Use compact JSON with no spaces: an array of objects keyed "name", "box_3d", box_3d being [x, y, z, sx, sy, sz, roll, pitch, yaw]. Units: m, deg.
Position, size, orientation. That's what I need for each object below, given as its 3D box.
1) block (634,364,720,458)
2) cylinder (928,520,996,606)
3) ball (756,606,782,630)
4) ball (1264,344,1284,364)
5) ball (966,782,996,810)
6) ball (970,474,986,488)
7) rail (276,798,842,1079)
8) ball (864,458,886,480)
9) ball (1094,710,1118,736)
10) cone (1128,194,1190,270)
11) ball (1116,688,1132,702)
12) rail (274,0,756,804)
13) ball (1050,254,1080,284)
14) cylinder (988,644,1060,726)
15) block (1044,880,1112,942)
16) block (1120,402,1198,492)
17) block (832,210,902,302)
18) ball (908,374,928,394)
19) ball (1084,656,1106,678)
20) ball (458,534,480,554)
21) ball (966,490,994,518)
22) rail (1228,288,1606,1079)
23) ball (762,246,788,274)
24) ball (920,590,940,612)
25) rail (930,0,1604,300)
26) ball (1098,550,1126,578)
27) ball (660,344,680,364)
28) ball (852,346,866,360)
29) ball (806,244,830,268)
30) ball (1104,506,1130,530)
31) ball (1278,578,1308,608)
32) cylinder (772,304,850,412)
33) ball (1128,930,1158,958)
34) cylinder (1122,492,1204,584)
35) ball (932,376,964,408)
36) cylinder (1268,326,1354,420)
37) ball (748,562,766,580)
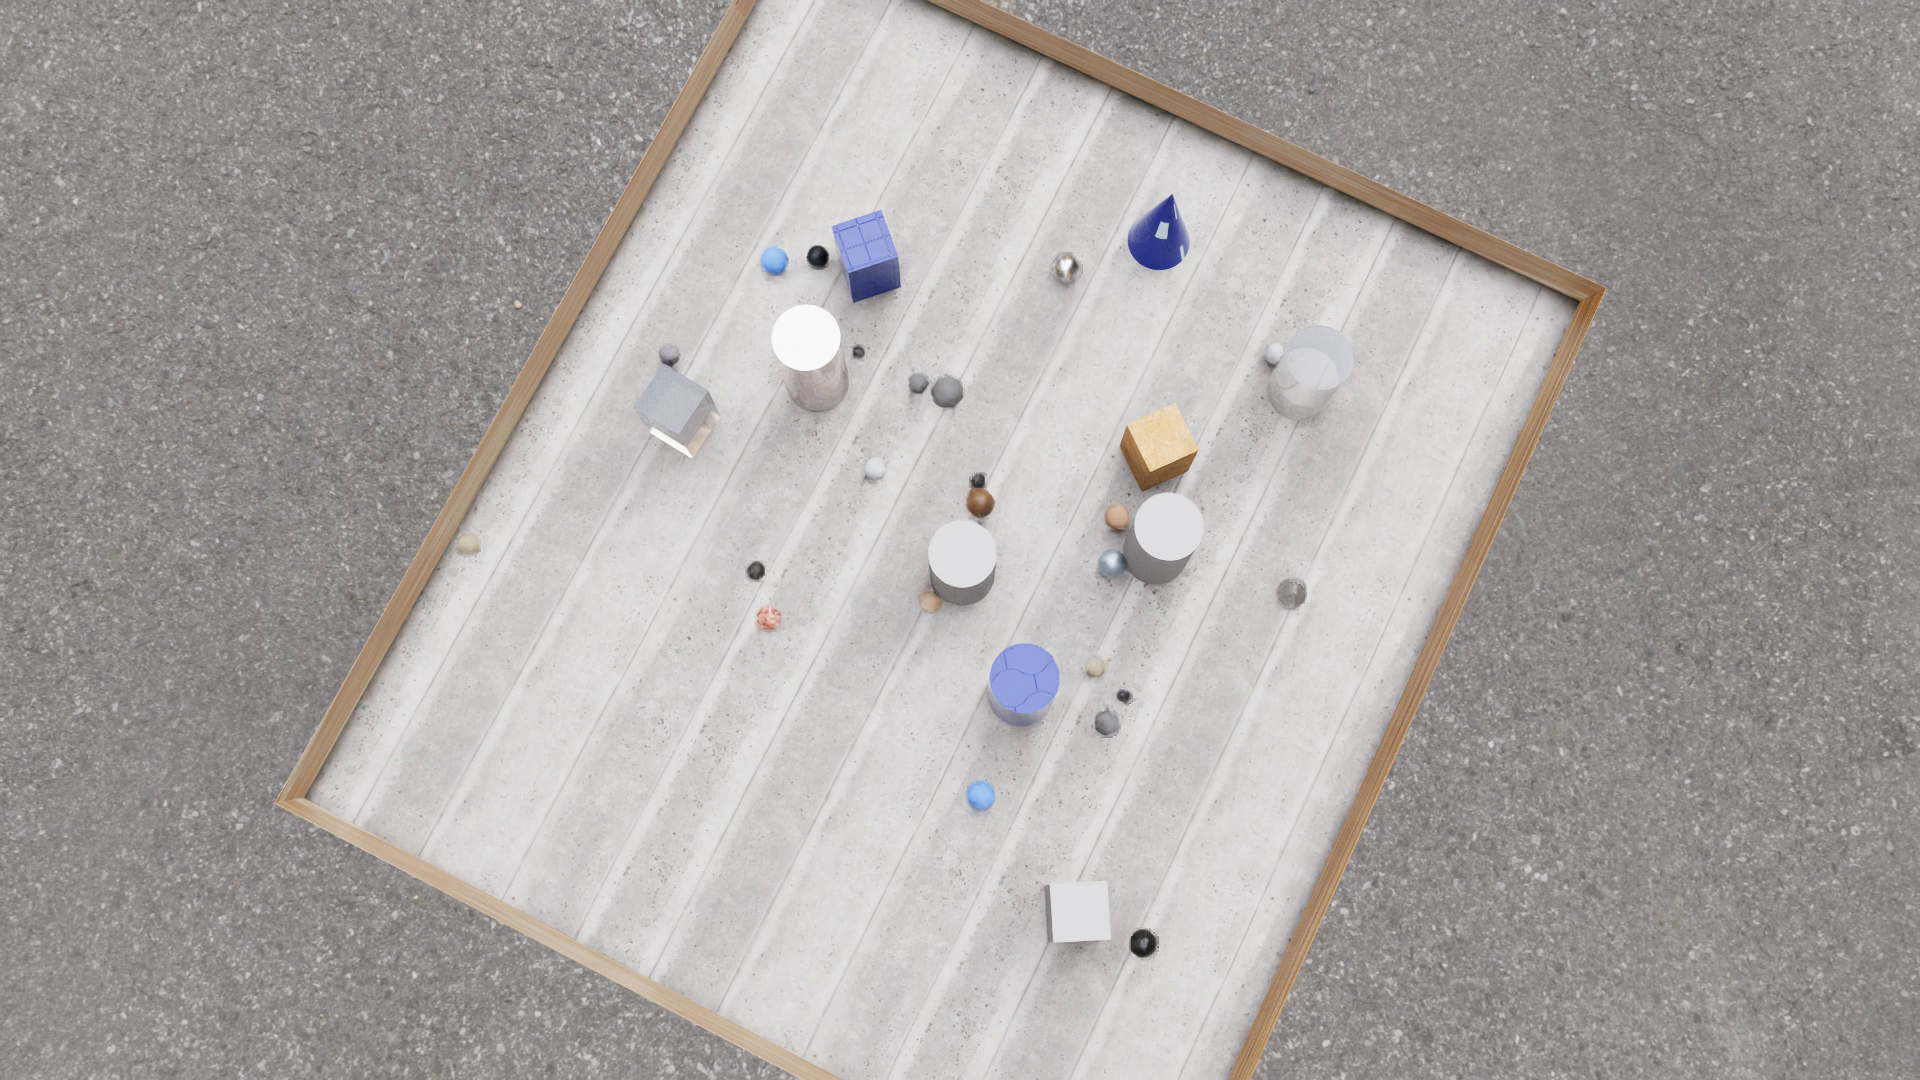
[{"name":"block","box_3d":[-0.853,-0.388,5.550,0.159,0.288,0.159,31,80,6]},{"name":"cylinder","box_3d":[0.007,0.071,5.444,0.199,0.309,0.199,0,78,0]},{"name":"ball","box_3d":[-0.576,0.235,5.530,0.074,0.074,0.074,0,78,0]},{"name":"ball","box_3d":[0.981,-0.579,5.703,0.066,0.066,0.066,0,78,0]},{"name":"ball","box_3d":[0.062,0.757,5.417,0.084,0.084,0.084,0,78,0]},{"name":"ball","box_3d":[0.055,-0.182,5.630,0.047,0.047,0.047,0,78,0]},{"name":"rail","box_3d":[-0.703,1.384,5.263,2.861,0.129,0.045,26,80,5]},{"name":"ball","box_3d":[-0.260,-0.218,5.625,0.072,0.072,0.072,0,78,0]},{"name":"ball","box_3d":[0.437,0.545,5.466,0.073,0.073,0.073,0,78,0]},{"name":"cone","box_3d":[0.630,-0.989,5.625,0.199,0.384,0.199,0,78,0]},{"name":"ball","box_3d":[0.492,0.467,5.498,0.043,0.043,0.043,0,78,0]},{"name":"rail","box_3d":[-1.258,-0.609,5.676,0.045,0.129,3.192,26,80,5]},{"name":"ball","box_3d":[0.331,-0.852,5.746,0.093,0.093,0.093,0,78,0]},{"name":"cylinder","box_3d":[0.182,0.426,5.345,0.199,0.358,0.199,0,78,0]},{"name":"block","box_3d":[0.332,1.060,5.222,0.159,0.343,0.159,-3,78,-1]},{"name":"block","box_3d":[0.599,-0.277,5.541,0.159,0.260,0.159,-24,79,-5]},{"name":"block","box_3d":[-0.287,-0.873,5.658,0.159,0.272,0.159,-19,79,-4]},{"name":"ball","box_3d":[-0.129,-0.486,5.686,0.062,0.062,0.062,0,78,0]},{"name":"ball","box_3d":[0.406,0.382,5.504,0.066,0.066,0.066,0,78,0]},{"name":"ball","box_3d":[-1.497,0.013,5.581,0.065,0.065,0.065,0,78,0]},{"name":"ball","box_3d":[0.063,-0.112,5.596,0.086,0.086,0.086,0,78,0]},{"name":"rail","box_3d":[1.258,0.623,5.421,0.045,0.129,3.192,26,80,5]},{"name":"ball","box_3d":[-0.582,-0.879,5.755,0.085,0.085,0.085,0,78,0]},{"name":"ball","box_3d":[-0.091,0.185,5.545,0.065,0.065,0.065,0,78,0]},{"name":"rail","box_3d":[0.703,-1.370,5.833,2.861,0.129,0.045,26,80,5]},{"name":"ball","box_3d":[0.461,0.072,5.558,0.086,0.086,0.086,0,78,0]},{"name":"ball","box_3d":[-0.904,-0.578,5.703,0.064,0.064,0.064,0,78,0]},{"name":"ball","box_3d":[-0.316,-0.585,5.717,0.041,0.041,0.041,0,78,0]},{"name":"ball","box_3d":[-0.447,-0.893,5.765,0.071,0.071,0.071,0,78,0]},{"name":"ball","box_3d":[0.479,-0.068,5.591,0.077,0.077,0.077,0,78,0]},{"name":"ball","box_3d":[1.005,0.158,5.537,0.092,0.092,0.092,0,78,0]},{"name":"cylinder","box_3d":[-0.444,-0.538,5.501,0.199,0.445,0.199,0,78,0]},{"name":"ball","box_3d":[0.532,1.174,5.332,0.082,0.082,0.082,0,78,0]},{"name":"cylinder","box_3d":[0.597,0.000,5.421,0.199,0.383,0.199,0,78,0]},{"name":"ball","box_3d":[-0.039,-0.456,5.660,0.099,0.099,0.099,0,78,0]},{"name":"cylinder","box_3d":[1.056,-0.501,5.546,0.199,0.342,0.199,0,78,0]},{"name":"ball","box_3d":[-0.618,0.094,5.569,0.055,0.055,0.055,0,78,0]}]
